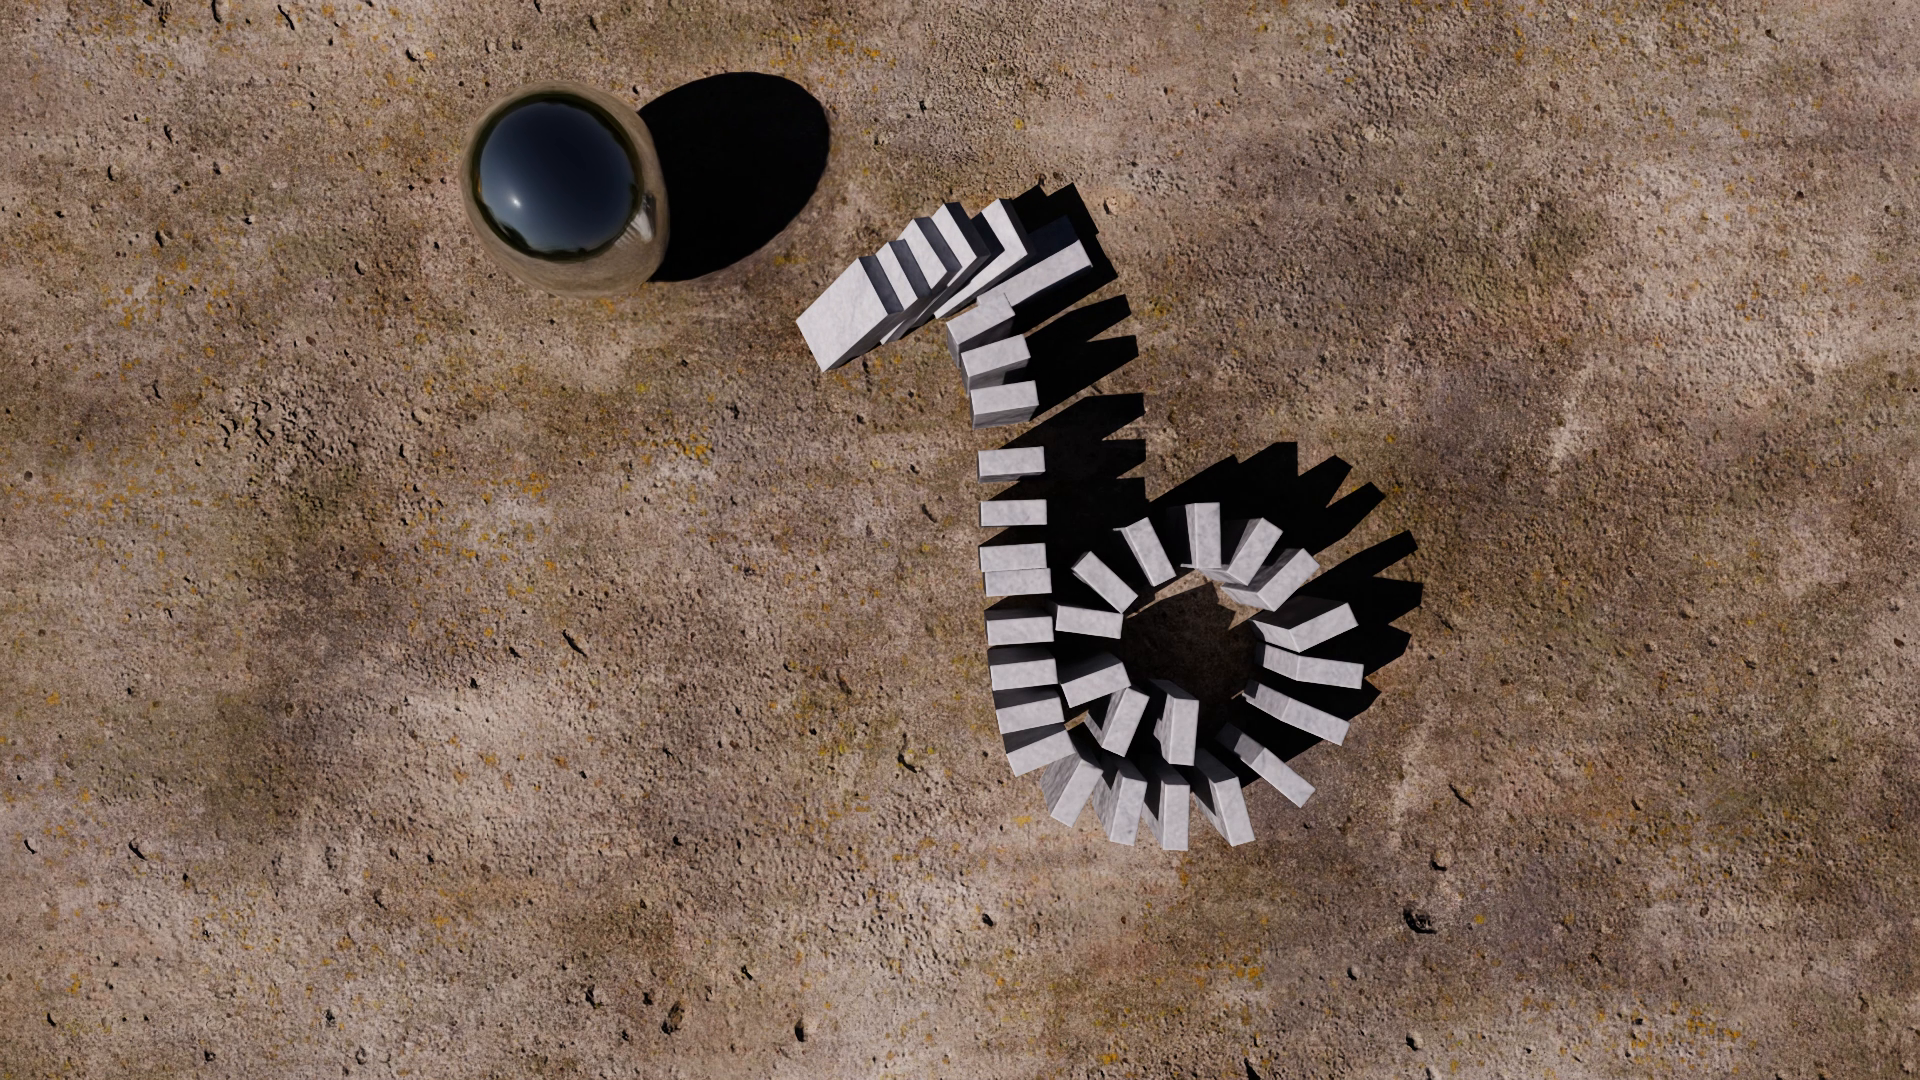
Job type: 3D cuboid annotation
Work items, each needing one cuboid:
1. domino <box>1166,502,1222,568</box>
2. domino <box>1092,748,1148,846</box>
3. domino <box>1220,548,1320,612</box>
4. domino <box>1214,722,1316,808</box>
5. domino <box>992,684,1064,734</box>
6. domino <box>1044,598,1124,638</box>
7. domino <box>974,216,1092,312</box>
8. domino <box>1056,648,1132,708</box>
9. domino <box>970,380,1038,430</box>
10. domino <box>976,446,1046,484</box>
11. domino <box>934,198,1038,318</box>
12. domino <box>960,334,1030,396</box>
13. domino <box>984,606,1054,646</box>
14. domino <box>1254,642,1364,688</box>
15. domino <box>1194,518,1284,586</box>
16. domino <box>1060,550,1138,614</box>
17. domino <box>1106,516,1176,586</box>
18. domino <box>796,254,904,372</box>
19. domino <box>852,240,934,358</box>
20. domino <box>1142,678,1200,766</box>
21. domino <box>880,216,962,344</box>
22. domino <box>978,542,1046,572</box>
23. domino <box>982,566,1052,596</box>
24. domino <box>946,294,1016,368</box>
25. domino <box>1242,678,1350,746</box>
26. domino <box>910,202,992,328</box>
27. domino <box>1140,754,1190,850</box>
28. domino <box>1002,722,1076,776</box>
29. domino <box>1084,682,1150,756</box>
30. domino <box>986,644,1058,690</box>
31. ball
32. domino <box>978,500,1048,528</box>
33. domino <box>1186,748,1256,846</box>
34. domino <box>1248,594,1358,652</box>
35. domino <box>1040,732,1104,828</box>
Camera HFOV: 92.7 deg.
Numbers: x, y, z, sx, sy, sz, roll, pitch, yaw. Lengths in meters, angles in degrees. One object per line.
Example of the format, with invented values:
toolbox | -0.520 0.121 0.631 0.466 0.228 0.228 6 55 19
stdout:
domino | 0.095 -0.002 0.375 0.009 0.050 0.025 -2 90 0
domino | 0.065 0.104 0.375 0.010 0.050 0.025 12 90 0
domino | 0.126 0.015 0.375 0.025 0.050 0.010 -45 90 0
domino | 0.123 0.091 0.375 0.025 0.050 0.010 39 90 0
domino | 0.027 0.067 0.375 0.025 0.050 0.009 -11 90 0
domino | 0.050 0.031 0.375 0.025 0.050 0.010 8 90 0
domino | 0.029 -0.116 0.395 0.050 0.010 0.025 -27 90 0
domino | 0.052 0.055 0.375 0.025 0.050 0.010 -20 90 0
domino | 0.017 -0.055 0.375 0.025 0.050 0.009 -9 90 0
domino | 0.020 -0.030 0.375 0.025 0.050 0.009 -4 90 0
domino | 0.005 -0.117 0.382 0.050 0.009 0.025 -28 90 34
domino | 0.014 -0.071 0.375 0.025 0.050 0.009 -18 90 0
domino | 0.023 0.035 0.375 0.025 0.050 0.010 -4 90 0
domino | 0.141 0.051 0.375 0.025 0.050 0.010 8 90 0
domino | 0.113 0.004 0.375 0.010 0.050 0.025 33 90 0
domino | 0.056 0.016 0.375 0.025 0.050 0.010 43 90 0
domino | 0.073 0.004 0.375 0.010 0.050 0.025 -26 90 0
domino | -0.046 -0.093 0.379 0.009 0.050 0.025 -28 90 -44
domino | -0.035 -0.099 0.379 0.009 0.050 0.025 -28 90 -44
domino | 0.086 0.073 0.375 0.009 0.050 0.025 5 90 0
domino | -0.023 -0.106 0.378 0.010 0.050 0.025 -28 84 -44
domino | 0.020 0.007 0.375 0.025 0.050 0.009 -4 90 0
domino | 0.022 0.016 0.375 0.025 0.050 0.009 -3 90 0
domino | 0.008 -0.085 0.375 0.025 0.050 0.009 -27 90 0
domino | 0.136 0.069 0.375 0.025 0.050 0.010 23 90 0
domino | -0.011 -0.112 0.378 0.010 0.050 0.025 -28 85 -44
domino | 0.083 0.106 0.375 0.009 0.050 0.025 2 90 0
domino | 0.031 0.081 0.375 0.025 0.050 0.010 -22 90 0
domino | 0.063 0.070 0.375 0.010 0.050 0.025 23 90 0
domino | 0.025 0.051 0.375 0.025 0.050 0.010 -6 90 0
ball | -0.151 -0.136 0.360 0.080 0.080 0.080 0 90 0
domino | 0.021 -0.010 0.375 0.025 0.050 0.010 -2 90 0
domino | 0.105 0.104 0.375 0.010 0.050 0.025 -16 90 0
domino | 0.139 0.033 0.375 0.025 0.050 0.009 -25 90 0
domino | 0.045 0.097 0.375 0.009 0.050 0.025 29 90 0
